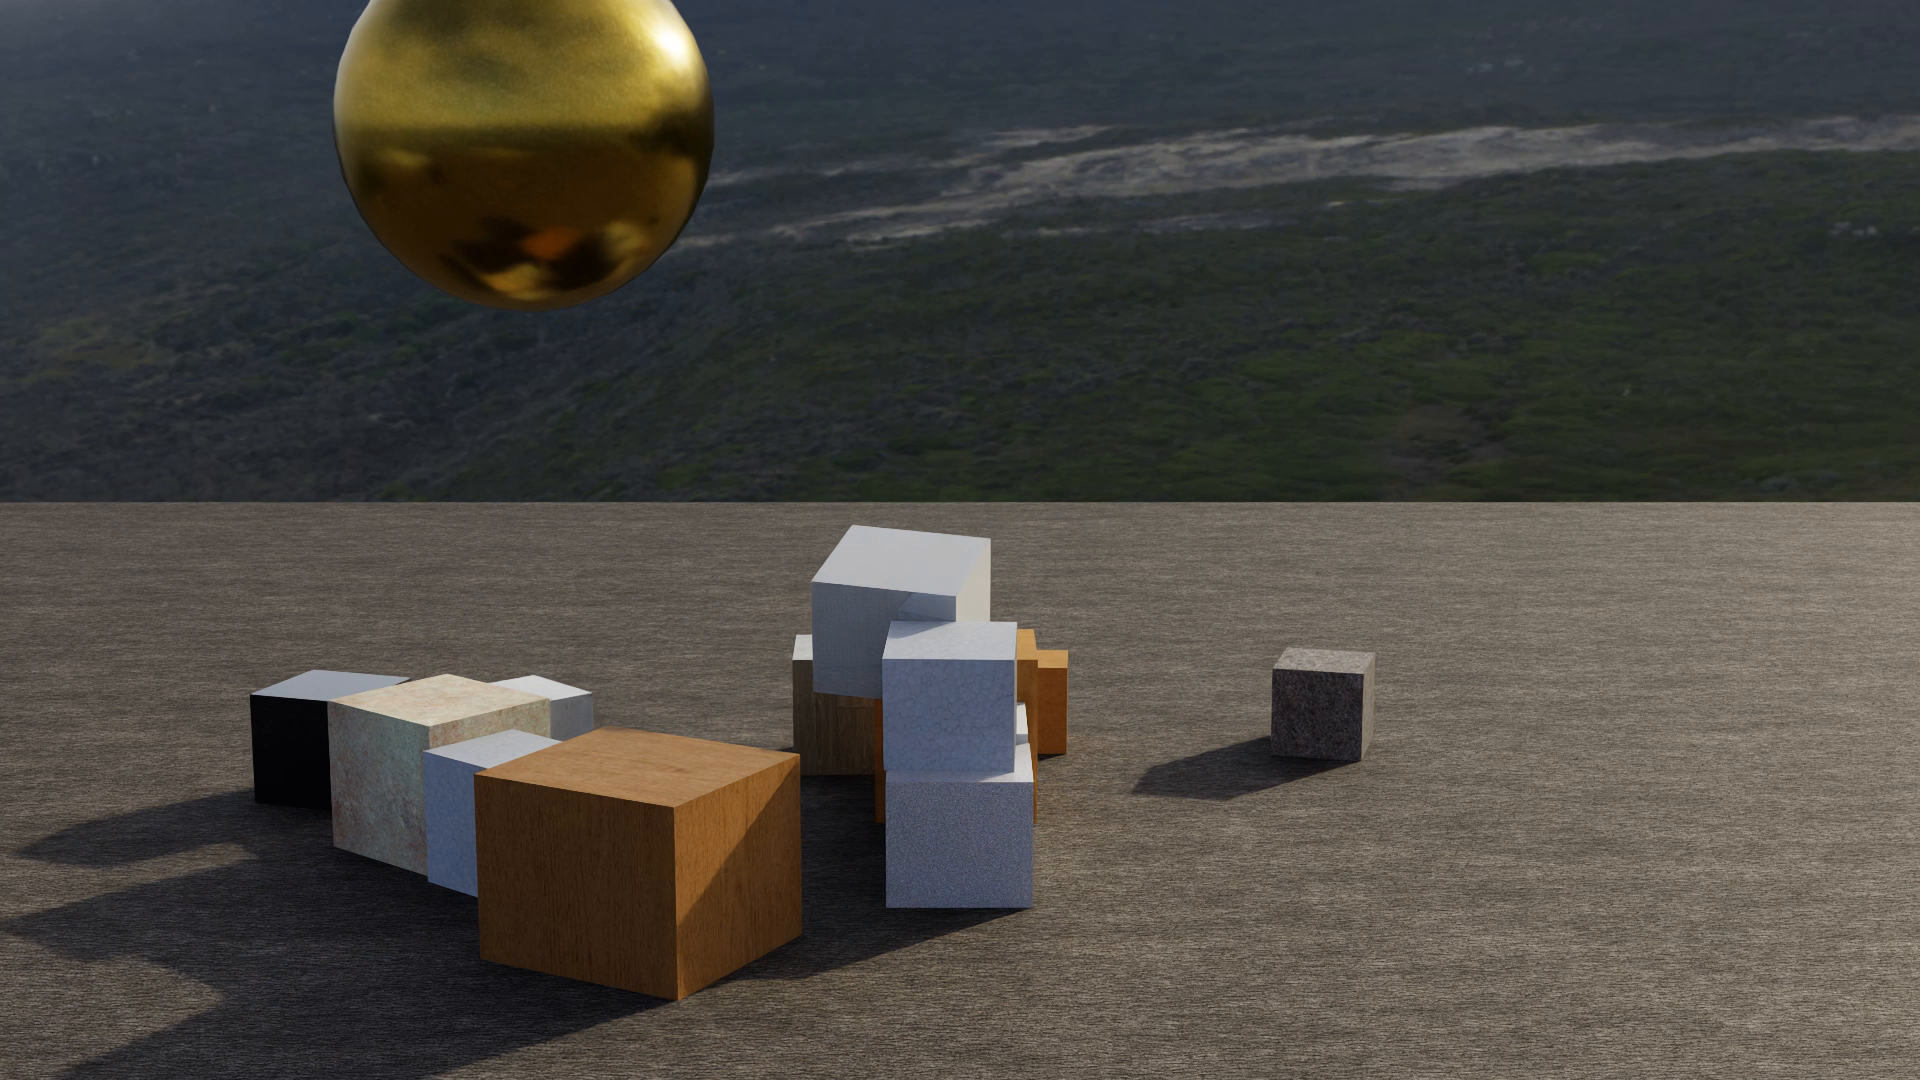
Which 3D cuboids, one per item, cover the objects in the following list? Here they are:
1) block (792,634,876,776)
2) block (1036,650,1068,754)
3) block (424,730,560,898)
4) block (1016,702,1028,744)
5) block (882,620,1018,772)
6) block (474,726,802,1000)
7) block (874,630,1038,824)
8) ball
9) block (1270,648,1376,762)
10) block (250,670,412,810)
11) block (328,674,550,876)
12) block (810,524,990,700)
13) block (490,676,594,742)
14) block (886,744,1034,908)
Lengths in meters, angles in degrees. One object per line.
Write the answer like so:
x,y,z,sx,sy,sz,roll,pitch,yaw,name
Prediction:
-0.538,0.844,13.254,0.626,0.598,0.589,0,10,-2,block
0.354,0.853,13.585,0.429,0.462,0.419,1,10,3,block
-1.945,1.213,11.233,0.614,0.593,0.502,9,13,40,block
0.008,1.106,11.820,0.593,0.594,0.593,0,10,0,block
-0.037,0.677,11.208,0.561,0.505,0.548,0,15,2,block
-1.290,1.279,10.383,0.968,0.769,0.883,6,12,29,block
-0.018,0.893,12.433,0.767,0.796,0.670,0,10,0,block
-1.836,-1.768,10.859,1.600,1.600,1.600,0,10,0,ball
1.918,0.861,13.537,0.471,0.463,0.513,3,11,15,block
-3.081,0.984,12.631,0.563,0.545,0.555,3,11,19,block
-2.380,1.066,11.771,0.738,0.692,0.687,9,13,40,block
-0.263,0.343,11.837,0.671,0.554,0.665,6,24,13,block
-2.167,0.999,12.640,0.518,0.513,0.515,-9,14,-42,block
-0.002,1.238,11.207,0.626,0.554,0.640,0,10,0,block
